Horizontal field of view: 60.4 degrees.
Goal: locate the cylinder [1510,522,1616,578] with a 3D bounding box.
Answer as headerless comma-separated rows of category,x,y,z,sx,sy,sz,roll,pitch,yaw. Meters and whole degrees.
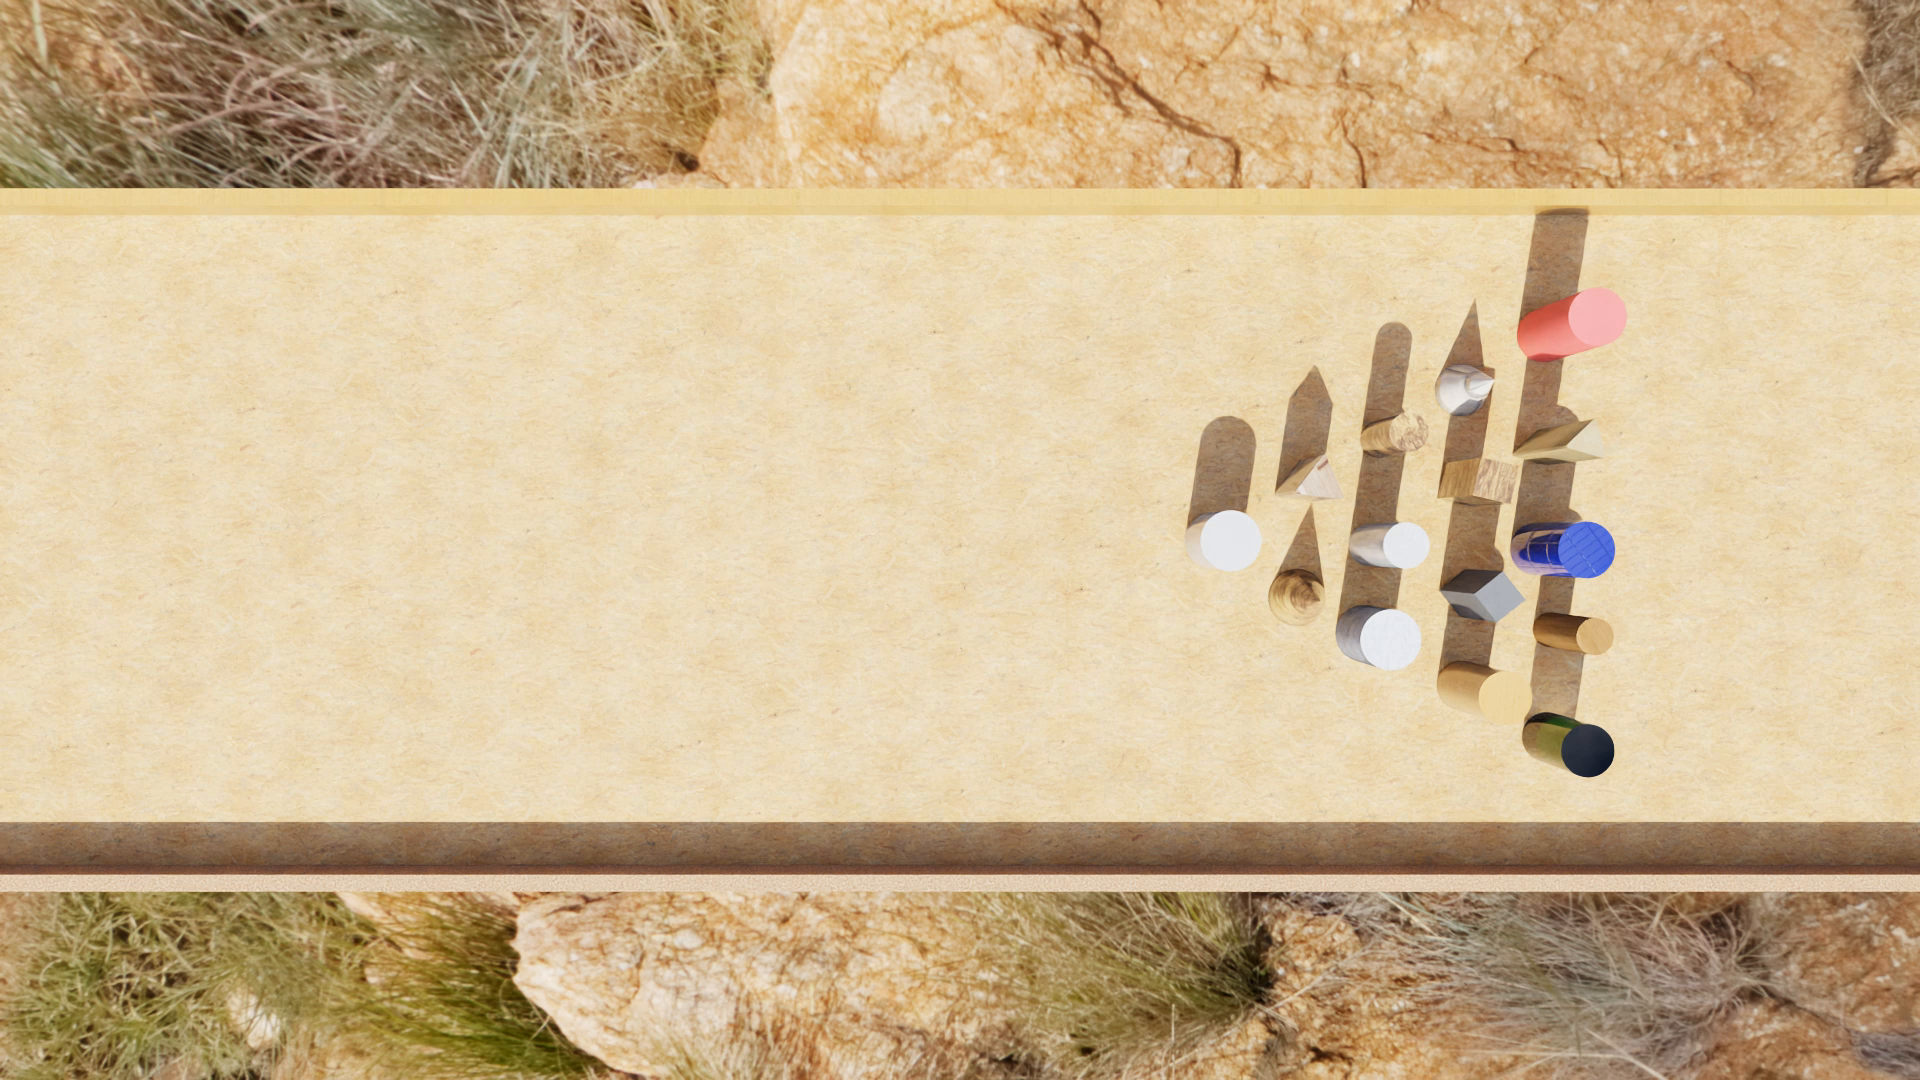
cylinder,1.773,0.028,4.871,0.162,0.410,0.162,0,90,0

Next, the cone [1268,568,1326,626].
cone,1.037,0.177,4.910,0.177,0.333,0.177,0,90,0

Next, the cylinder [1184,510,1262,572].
cylinder,0.779,0.003,4.909,0.176,0.335,0.176,0,90,0

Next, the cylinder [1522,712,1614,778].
cylinder,1.806,0.607,4.910,0.155,0.333,0.155,0,90,0

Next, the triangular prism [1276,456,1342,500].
triangular prism,1.043,-0.187,4.912,0.135,0.329,0.117,7,90,0

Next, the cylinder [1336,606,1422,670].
cylinder,1.243,0.288,4.916,0.175,0.321,0.175,0,90,0

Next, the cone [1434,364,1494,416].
cone,1.542,-0.462,4.916,0.162,0.321,0.162,0,90,0

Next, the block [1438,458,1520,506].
block,1.534,-0.170,4.899,0.111,0.355,0.111,13,90,0

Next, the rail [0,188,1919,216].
rail,-2.247,-1.025,5.002,12.000,0.150,0.050,0,90,0

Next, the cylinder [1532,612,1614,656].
cylinder,1.816,0.276,4.896,0.107,0.361,0.107,0,90,0

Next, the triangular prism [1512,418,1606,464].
triangular prism,1.767,-0.293,4.848,0.112,0.456,0.097,16,90,0

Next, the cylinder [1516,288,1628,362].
cylinder,1.796,-0.629,4.861,0.166,0.431,0.166,0,90,0

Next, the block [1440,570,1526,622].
block,1.547,0.163,4.901,0.105,0.351,0.105,-38,90,0

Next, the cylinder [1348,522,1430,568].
cylinder,1.261,0.015,4.868,0.131,0.417,0.131,0,90,0

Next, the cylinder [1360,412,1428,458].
cylinder,1.288,-0.310,4.904,0.113,0.345,0.113,0,90,0

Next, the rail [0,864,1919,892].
rail,-2.247,1.025,5.001,12.000,0.150,0.050,0,90,0

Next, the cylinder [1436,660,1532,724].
cylinder,1.543,0.447,4.870,0.152,0.413,0.152,0,90,0
